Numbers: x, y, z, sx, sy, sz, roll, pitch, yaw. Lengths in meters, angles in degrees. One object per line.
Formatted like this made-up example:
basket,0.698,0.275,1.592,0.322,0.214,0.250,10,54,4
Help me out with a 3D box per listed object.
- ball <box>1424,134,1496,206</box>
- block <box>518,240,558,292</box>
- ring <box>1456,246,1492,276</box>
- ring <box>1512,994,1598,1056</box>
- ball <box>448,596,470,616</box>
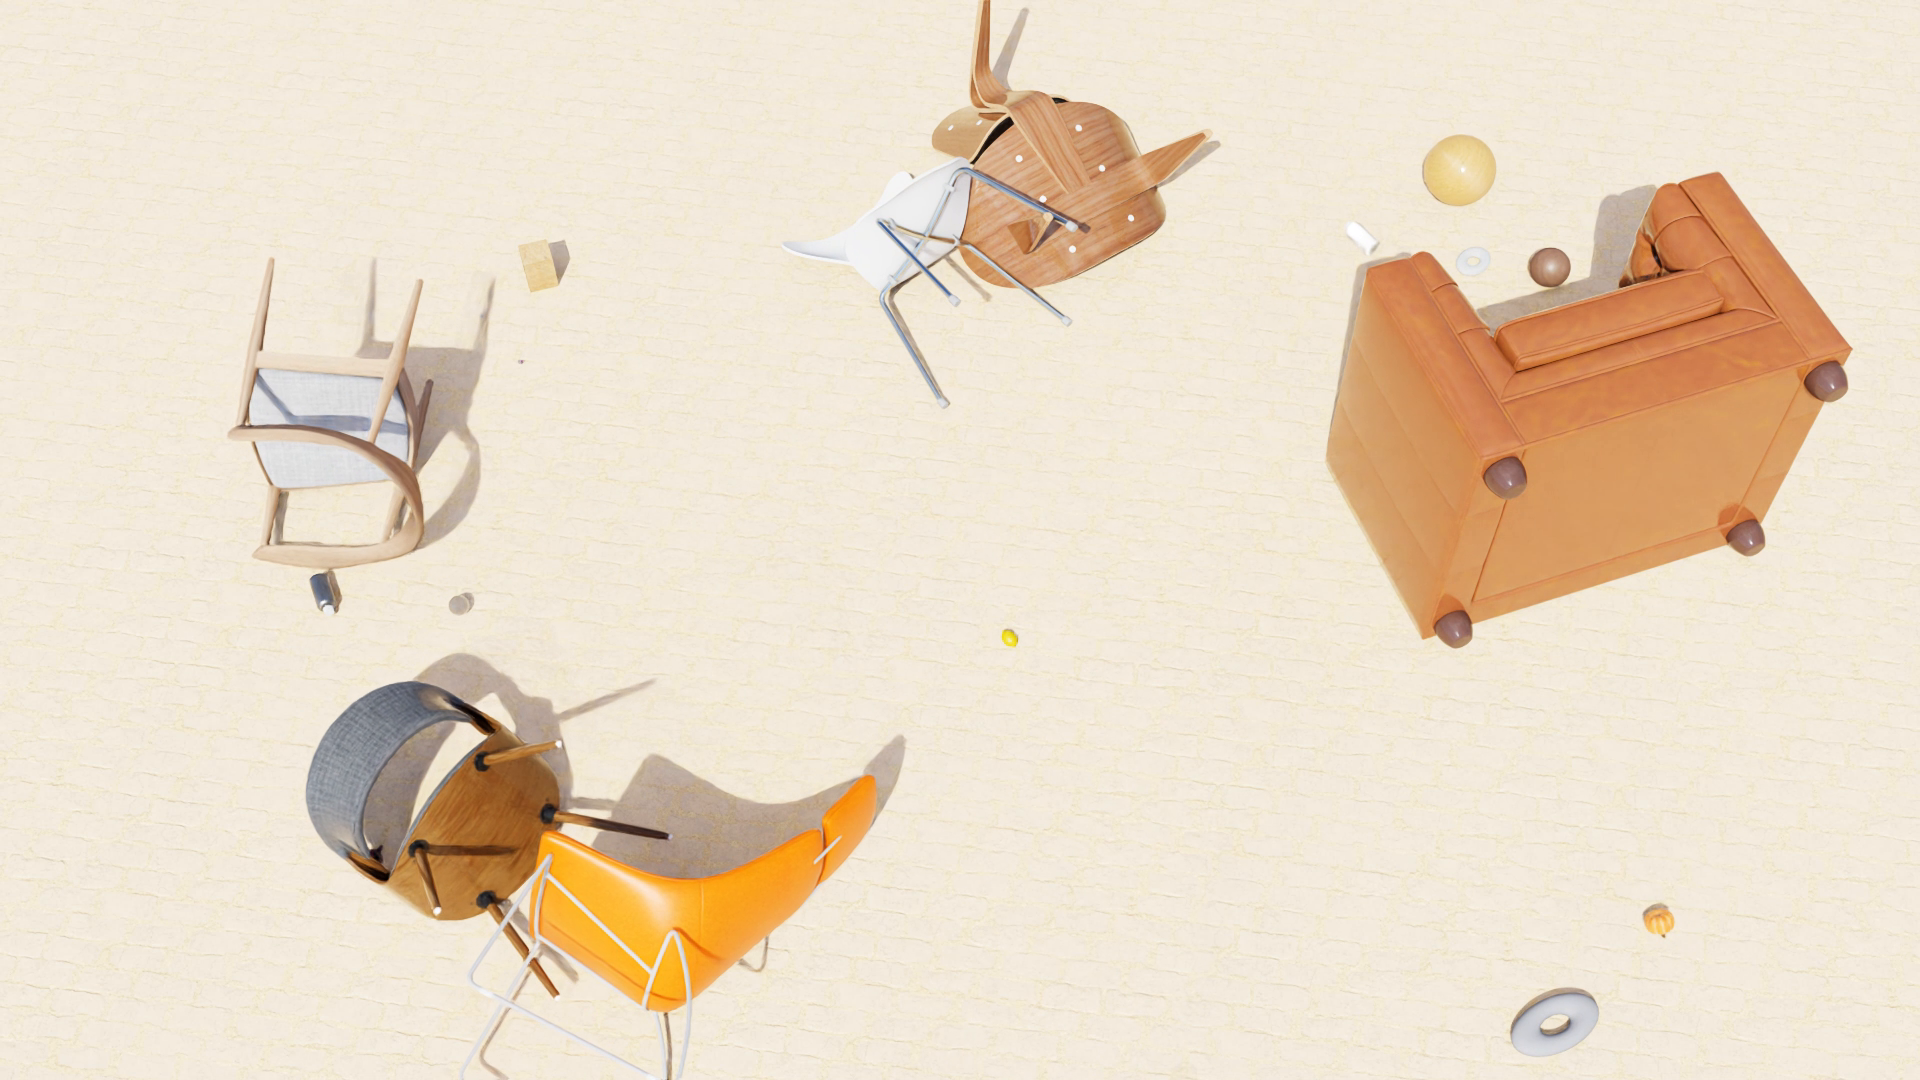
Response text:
ball,1.649,-1.220,7.251,0.234,0.234,0.234,0,56,0
block,-1.358,-0.883,7.086,0.093,0.134,0.088,-15,57,-10
ring,1.674,-0.909,7.168,0.102,0.026,0.137,38,63,21
ring,1.543,1.257,5.702,0.259,0.048,0.142,-23,60,-14
ball,-1.461,0.191,6.409,0.060,0.060,0.060,0,56,0
